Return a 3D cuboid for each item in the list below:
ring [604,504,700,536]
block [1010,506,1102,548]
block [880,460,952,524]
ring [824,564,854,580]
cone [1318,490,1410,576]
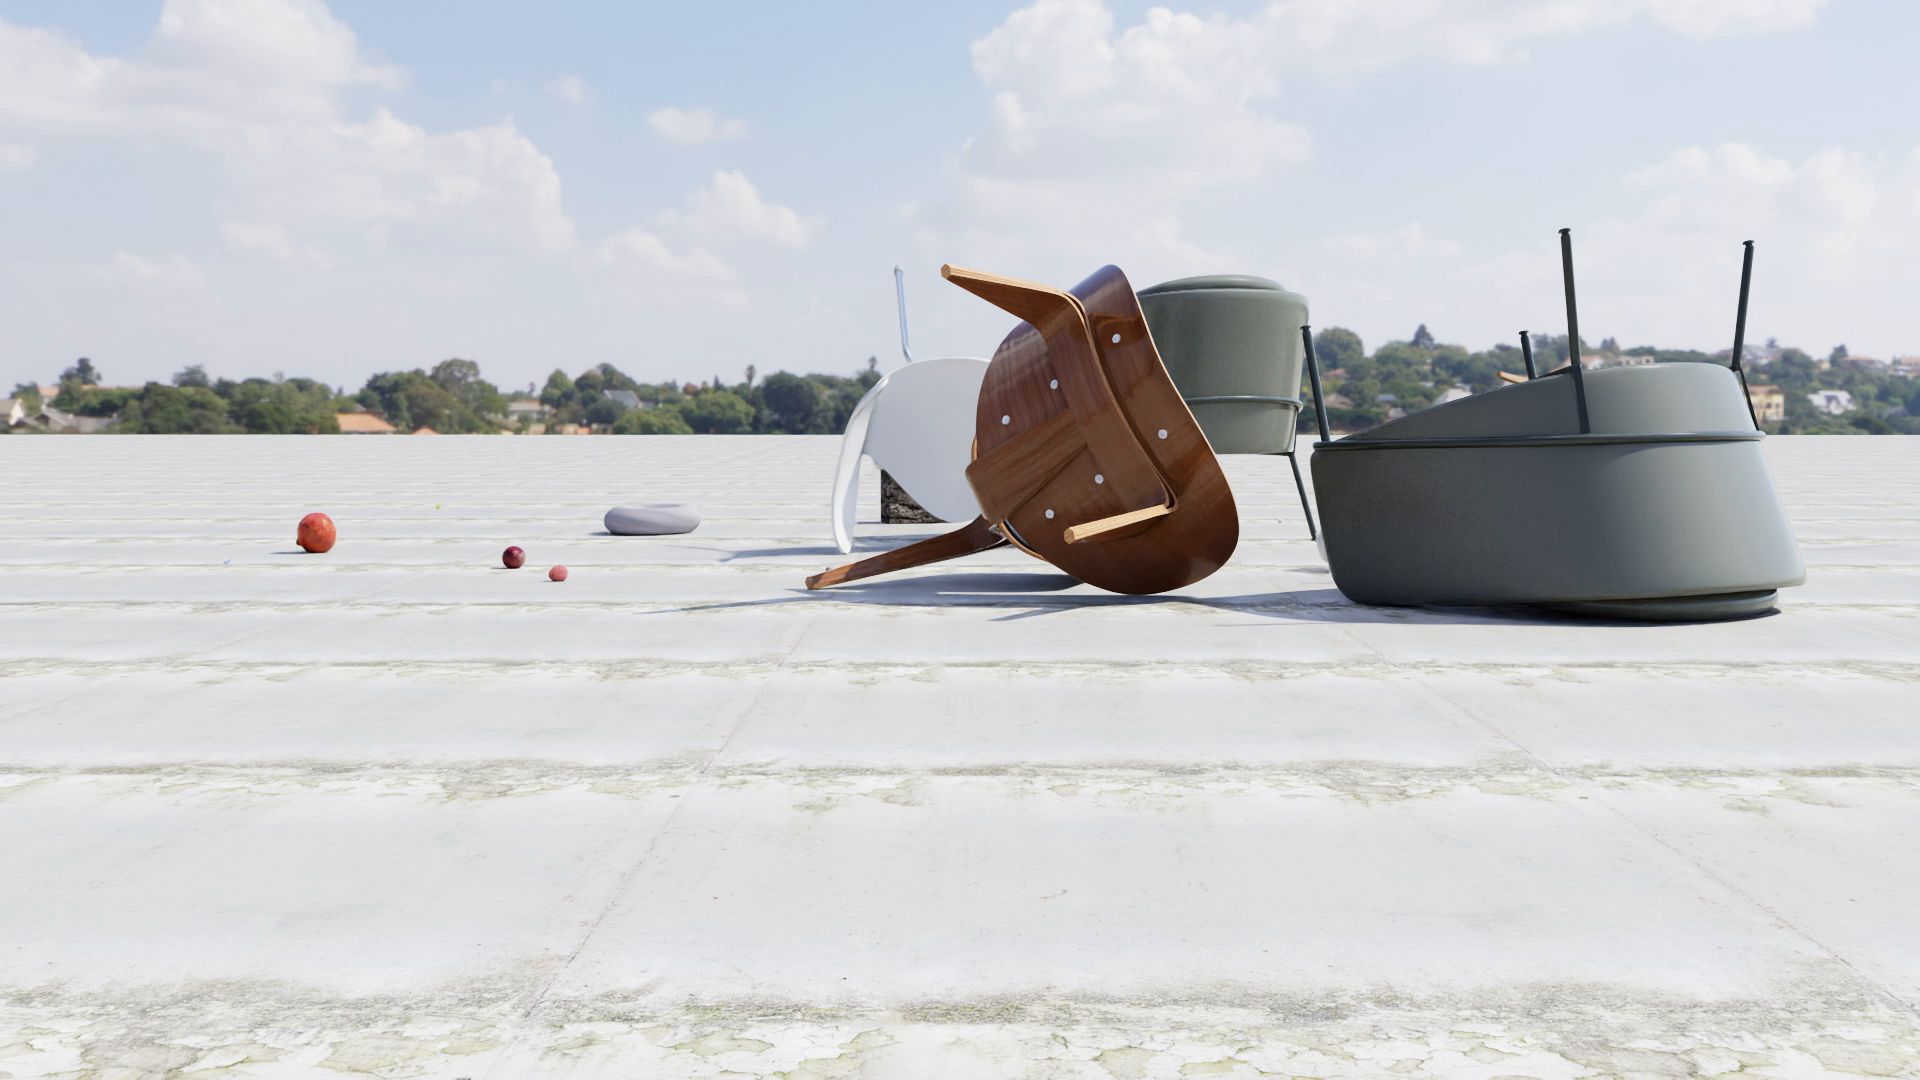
[{"bbox_3d":[-0.960,-0.064,6.873,0.272,0.085,0.352,3,6,27],"label":"ring"},{"bbox_3d":[0.276,-0.038,6.331,0.225,0.105,0.144,-2,5,-30],"label":"block"},{"bbox_3d":[-0.146,-0.161,7.401,0.216,0.204,0.155,-1,4,-13],"label":"block"},{"bbox_3d":[-0.284,0.077,5.193,0.067,0.032,0.111,2,5,12],"label":"ring"},{"bbox_3d":[0.982,0.029,5.378,0.175,0.275,0.205,36,34,-13],"label":"cone"}]
